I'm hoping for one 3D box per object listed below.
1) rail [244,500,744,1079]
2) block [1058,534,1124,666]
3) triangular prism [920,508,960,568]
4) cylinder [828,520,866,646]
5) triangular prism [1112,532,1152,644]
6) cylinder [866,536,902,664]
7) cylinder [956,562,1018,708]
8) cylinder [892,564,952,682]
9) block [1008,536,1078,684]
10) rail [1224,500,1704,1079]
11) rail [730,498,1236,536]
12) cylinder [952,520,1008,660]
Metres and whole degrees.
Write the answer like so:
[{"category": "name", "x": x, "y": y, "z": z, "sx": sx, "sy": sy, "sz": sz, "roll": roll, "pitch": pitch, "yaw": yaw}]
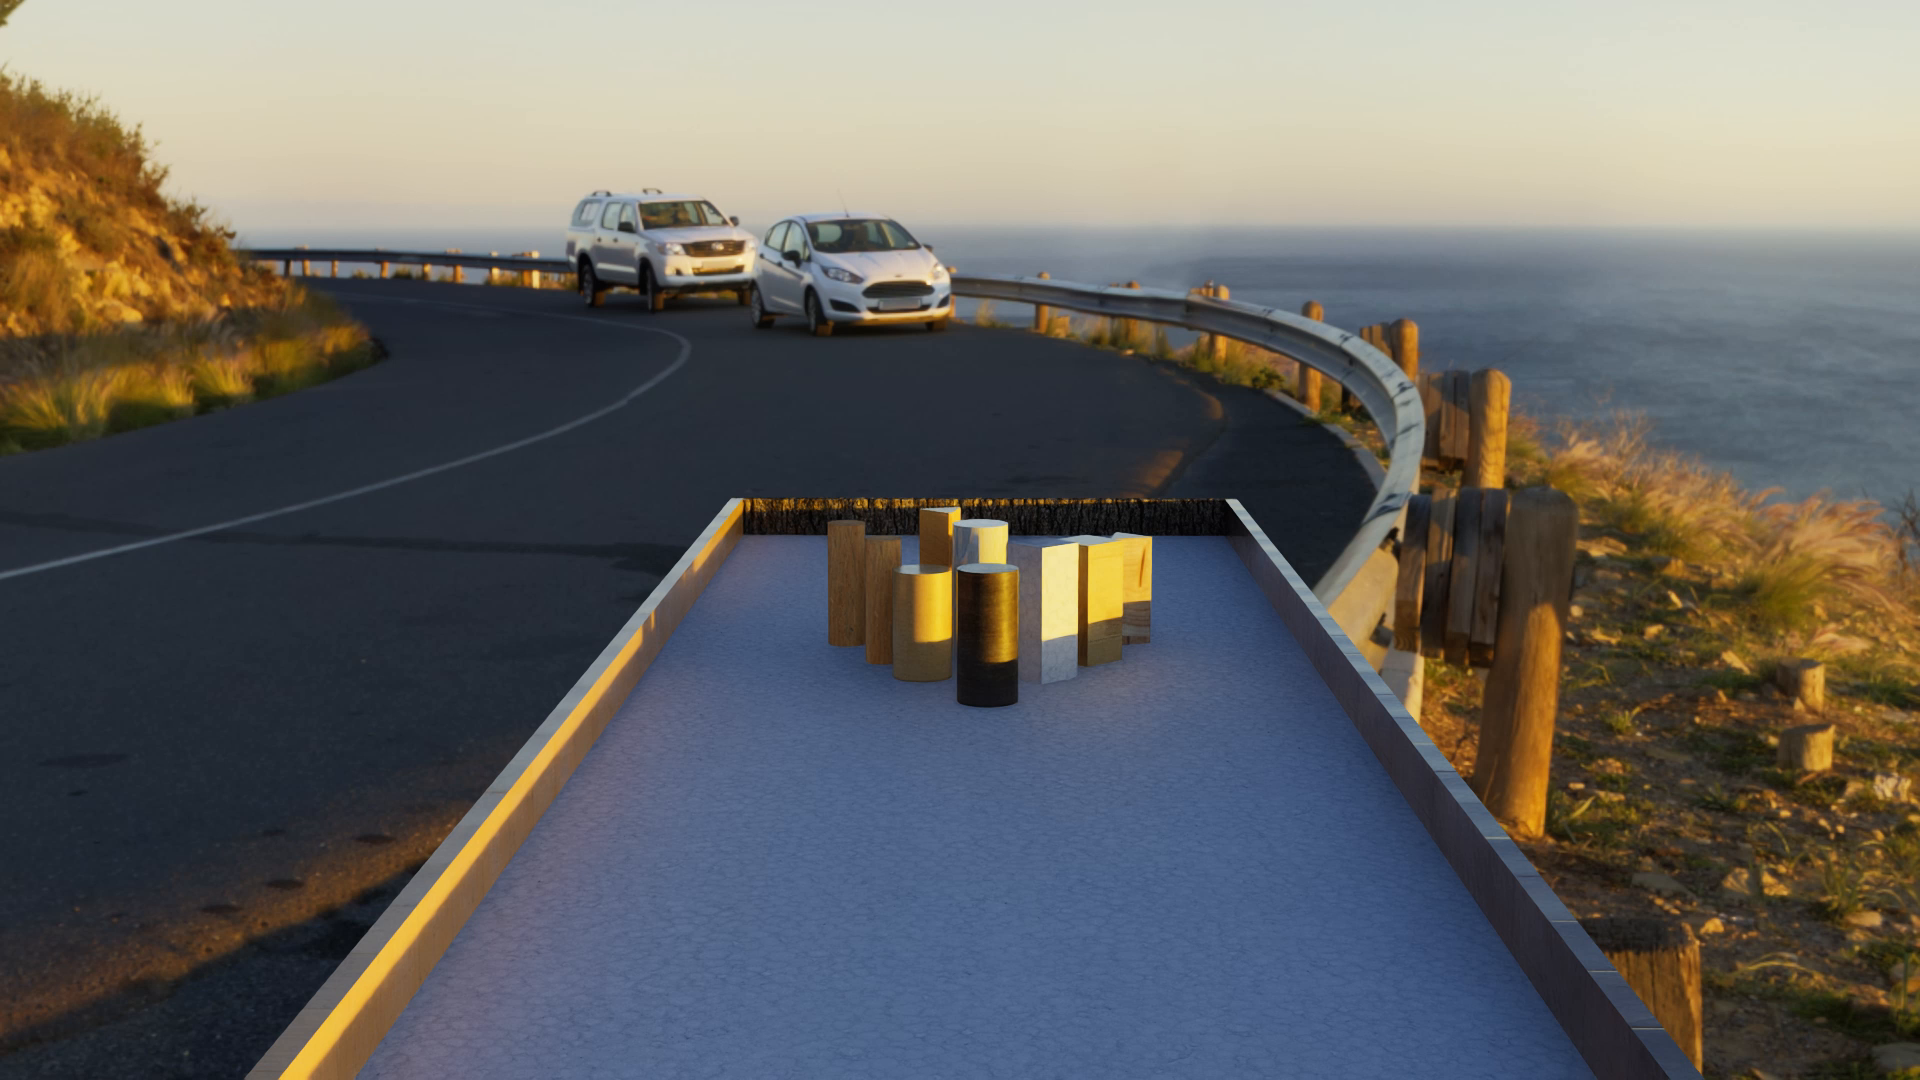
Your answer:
[{"category": "rail", "x": -1.004, "y": 0.839, "z": 3.234, "sx": 0.050, "sy": 0.150, "sz": 12.000, "roll": 0, "pitch": 9, "yaw": 1}, {"category": "block", "x": 0.386, "y": 0.183, "z": 6.680, "sx": 0.153, "sy": 0.369, "sz": 0.153, "roll": -8, "pitch": 12, "yaw": -43}, {"category": "triangular prism", "x": -0.040, "y": 0.114, "z": 6.922, "sx": 0.133, "sy": 0.428, "sz": 0.115, "roll": 8, "pitch": 12, "yaw": 42}, {"category": "cylinder", "x": -0.357, "y": 0.135, "z": 6.927, "sx": 0.119, "sy": 0.384, "sz": 0.119, "roll": 0, "pitch": 9, "yaw": 0}, {"category": "triangular prism", "x": 0.518, "y": 0.152, "z": 6.966, "sx": 0.138, "sy": 0.340, "sz": 0.119, "roll": -3, "pitch": 10, "yaw": -19}, {"category": "cylinder", "x": -0.232, "y": 0.181, "z": 6.660, "sx": 0.109, "sy": 0.378, "sz": 0.109, "roll": 0, "pitch": 9, "yaw": 0}, {"category": "cylinder", "x": 0.077, "y": 0.264, "z": 6.140, "sx": 0.172, "sy": 0.377, "sz": 0.172, "roll": 0, "pitch": 9, "yaw": 0}, {"category": "cylinder", "x": -0.111, "y": 0.243, "z": 6.456, "sx": 0.175, "sy": 0.319, "sz": 0.175, "roll": 0, "pitch": 9, "yaw": 0}, {"category": "block", "x": 0.241, "y": 0.205, "z": 6.441, "sx": 0.147, "sy": 0.400, "sz": 0.147, "roll": -8, "pitch": 12, "yaw": -42}, {"category": "rail", "x": 1.046, "y": 0.843, "z": 3.208, "sx": 0.050, "sy": 0.150, "sz": 12.000, "roll": 0, "pitch": 9, "yaw": 1}, {"category": "rail", "x": 0.099, "y": -0.098, "z": 9.147, "sx": 2.100, "sy": 0.150, "sz": 0.050, "roll": 0, "pitch": 9, "yaw": 1}, {"category": "cylinder", "x": 0.061, "y": 0.155, "z": 6.705, "sx": 0.170, "sy": 0.416, "sz": 0.170, "roll": 0, "pitch": 9, "yaw": 0}]
